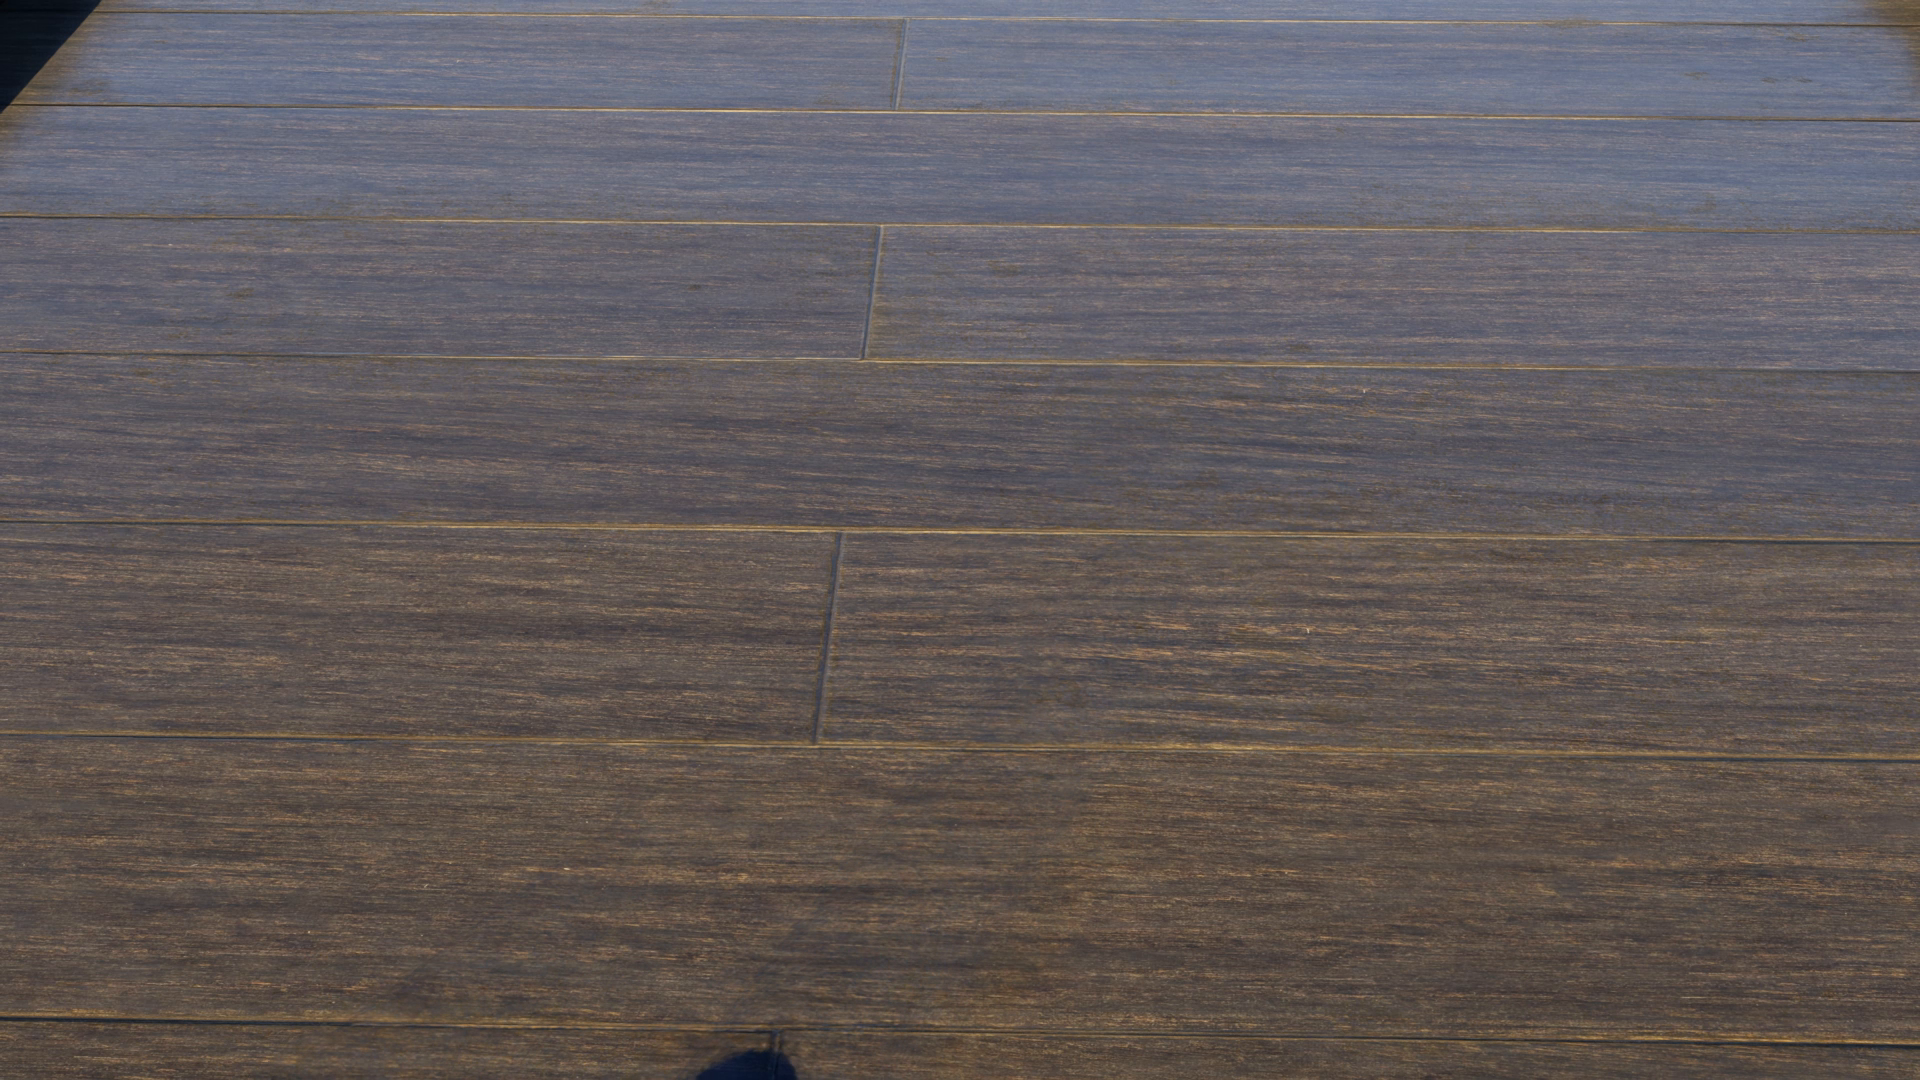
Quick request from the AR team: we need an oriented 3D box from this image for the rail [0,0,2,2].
[{"bbox_3d":[-0.879,-0.437,2.504,0.045,0.117,3.449,1,28,1],"label":"rail"}]
